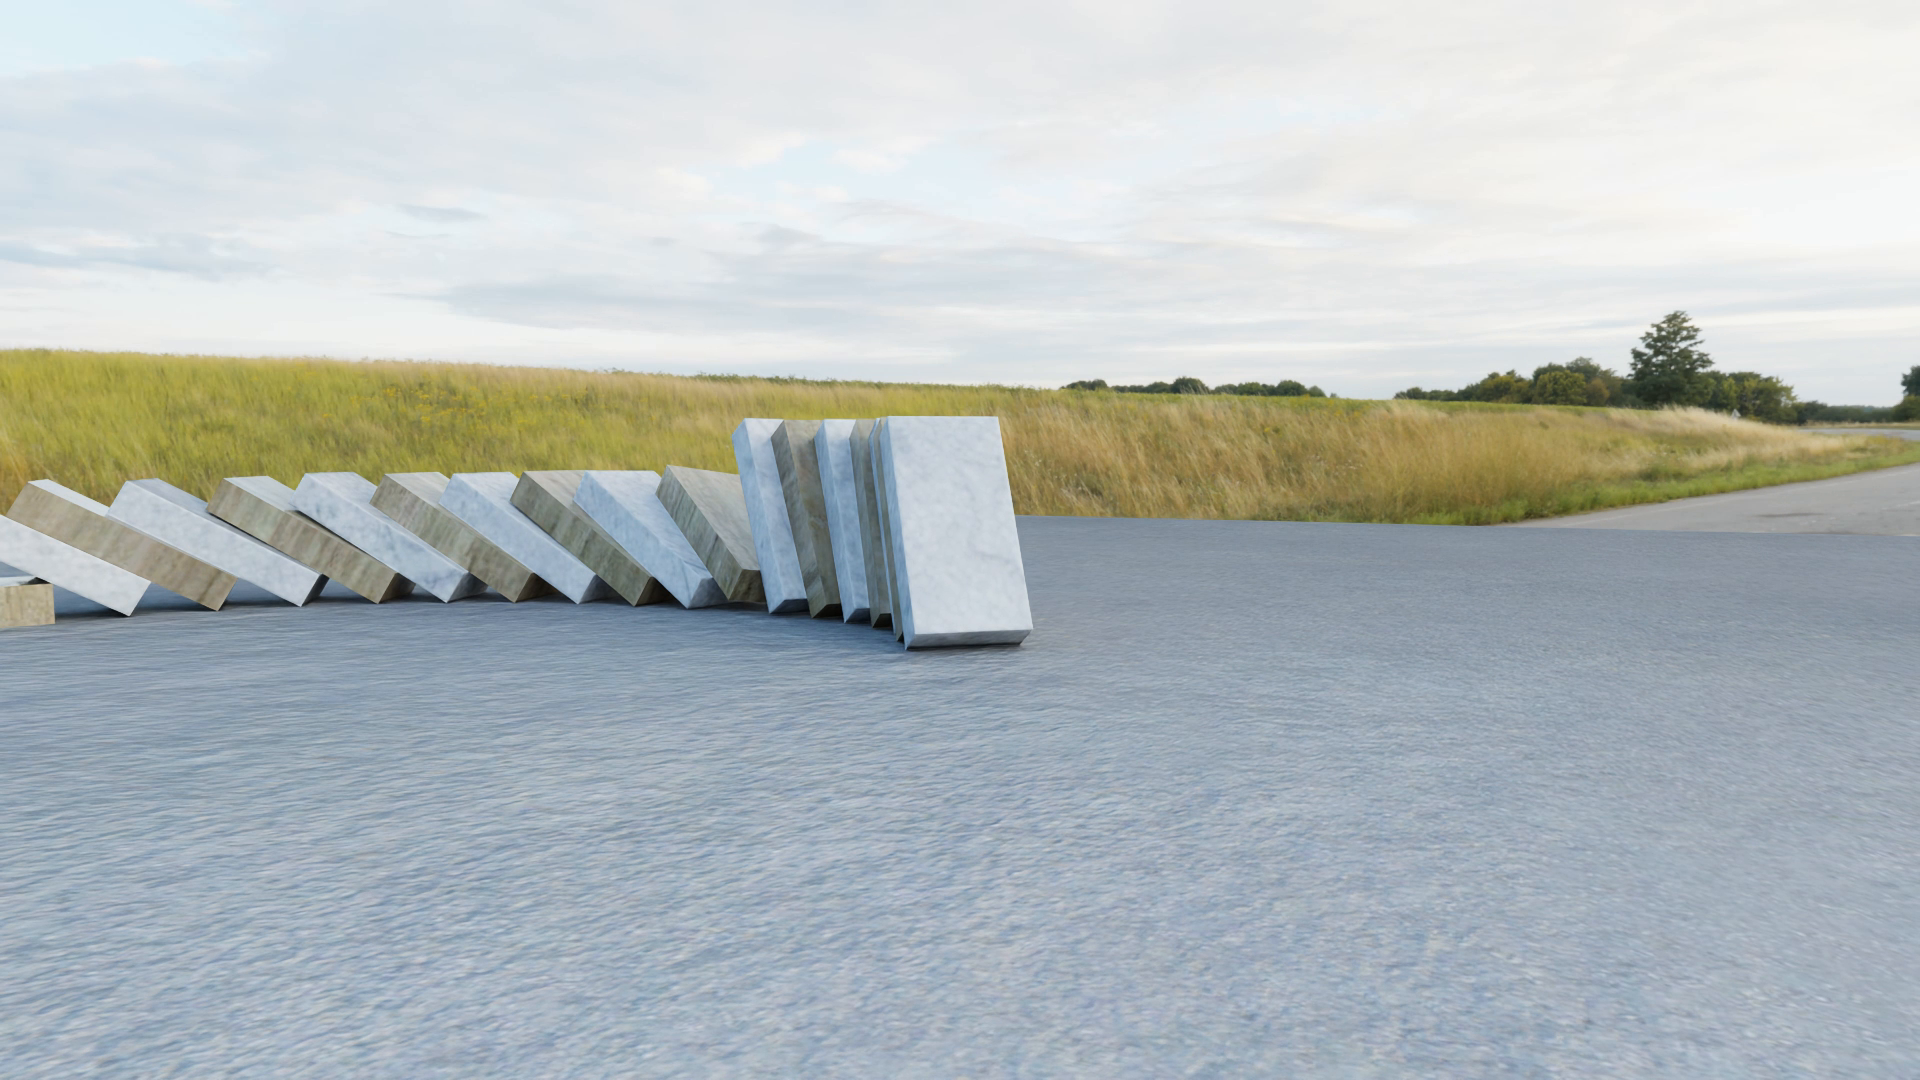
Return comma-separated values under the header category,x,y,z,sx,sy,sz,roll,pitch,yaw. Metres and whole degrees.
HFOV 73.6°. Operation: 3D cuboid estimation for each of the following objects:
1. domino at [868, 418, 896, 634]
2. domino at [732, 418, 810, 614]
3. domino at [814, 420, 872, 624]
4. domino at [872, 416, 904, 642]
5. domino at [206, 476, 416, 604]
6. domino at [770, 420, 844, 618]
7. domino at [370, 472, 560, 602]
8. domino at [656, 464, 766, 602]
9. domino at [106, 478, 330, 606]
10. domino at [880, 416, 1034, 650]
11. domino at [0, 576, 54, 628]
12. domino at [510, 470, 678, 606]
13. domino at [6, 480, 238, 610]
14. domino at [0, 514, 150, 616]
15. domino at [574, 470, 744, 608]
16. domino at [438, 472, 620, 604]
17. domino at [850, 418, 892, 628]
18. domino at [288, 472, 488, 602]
category,x,y,z,sx,sy,sz,roll,pitch,yaw
domino,-0.005,-0.004,0.296,0.025,0.050,0.009,-1,-24,-17
domino,-0.041,-0.007,0.329,0.025,0.050,0.010,-2,-24,-34
domino,-0.019,-0.005,0.315,0.025,0.050,0.010,-2,-24,-23
domino,-0.004,-0.003,0.285,0.025,0.050,0.009,-1,-24,-16
domino,-0.175,-0.001,0.351,0.050,0.009,0.025,30,2,-6
domino,-0.030,-0.006,0.323,0.025,0.050,0.009,-3,-23,-32
domino,-0.135,-0.001,0.358,0.050,0.010,0.025,33,9,7
domino,-0.060,-0.002,0.344,0.025,0.009,0.050,7,29,-42
domino,-0.194,0.000,0.341,0.050,0.009,0.025,30,-5,-16
domino,-0.001,-0.002,0.274,0.025,0.050,0.009,-1,-24,-16
domino,-0.242,0.016,0.297,0.050,0.009,0.025,-4,6,-40
domino,-0.097,-0.001,0.353,0.050,0.010,0.025,36,18,18
domino,-0.212,0.001,0.328,0.050,0.010,0.025,31,-10,-25
domino,-0.226,0.002,0.310,0.025,0.010,0.050,6,-24,48
domino,-0.079,-0.001,0.347,0.050,0.010,0.025,39,21,25
domino,-0.116,-0.001,0.356,0.050,0.009,0.025,34,12,11
domino,-0.011,-0.005,0.305,0.025,0.050,0.009,-1,-24,-17
domino,-0.155,-0.001,0.355,0.050,0.009,0.025,32,5,0
